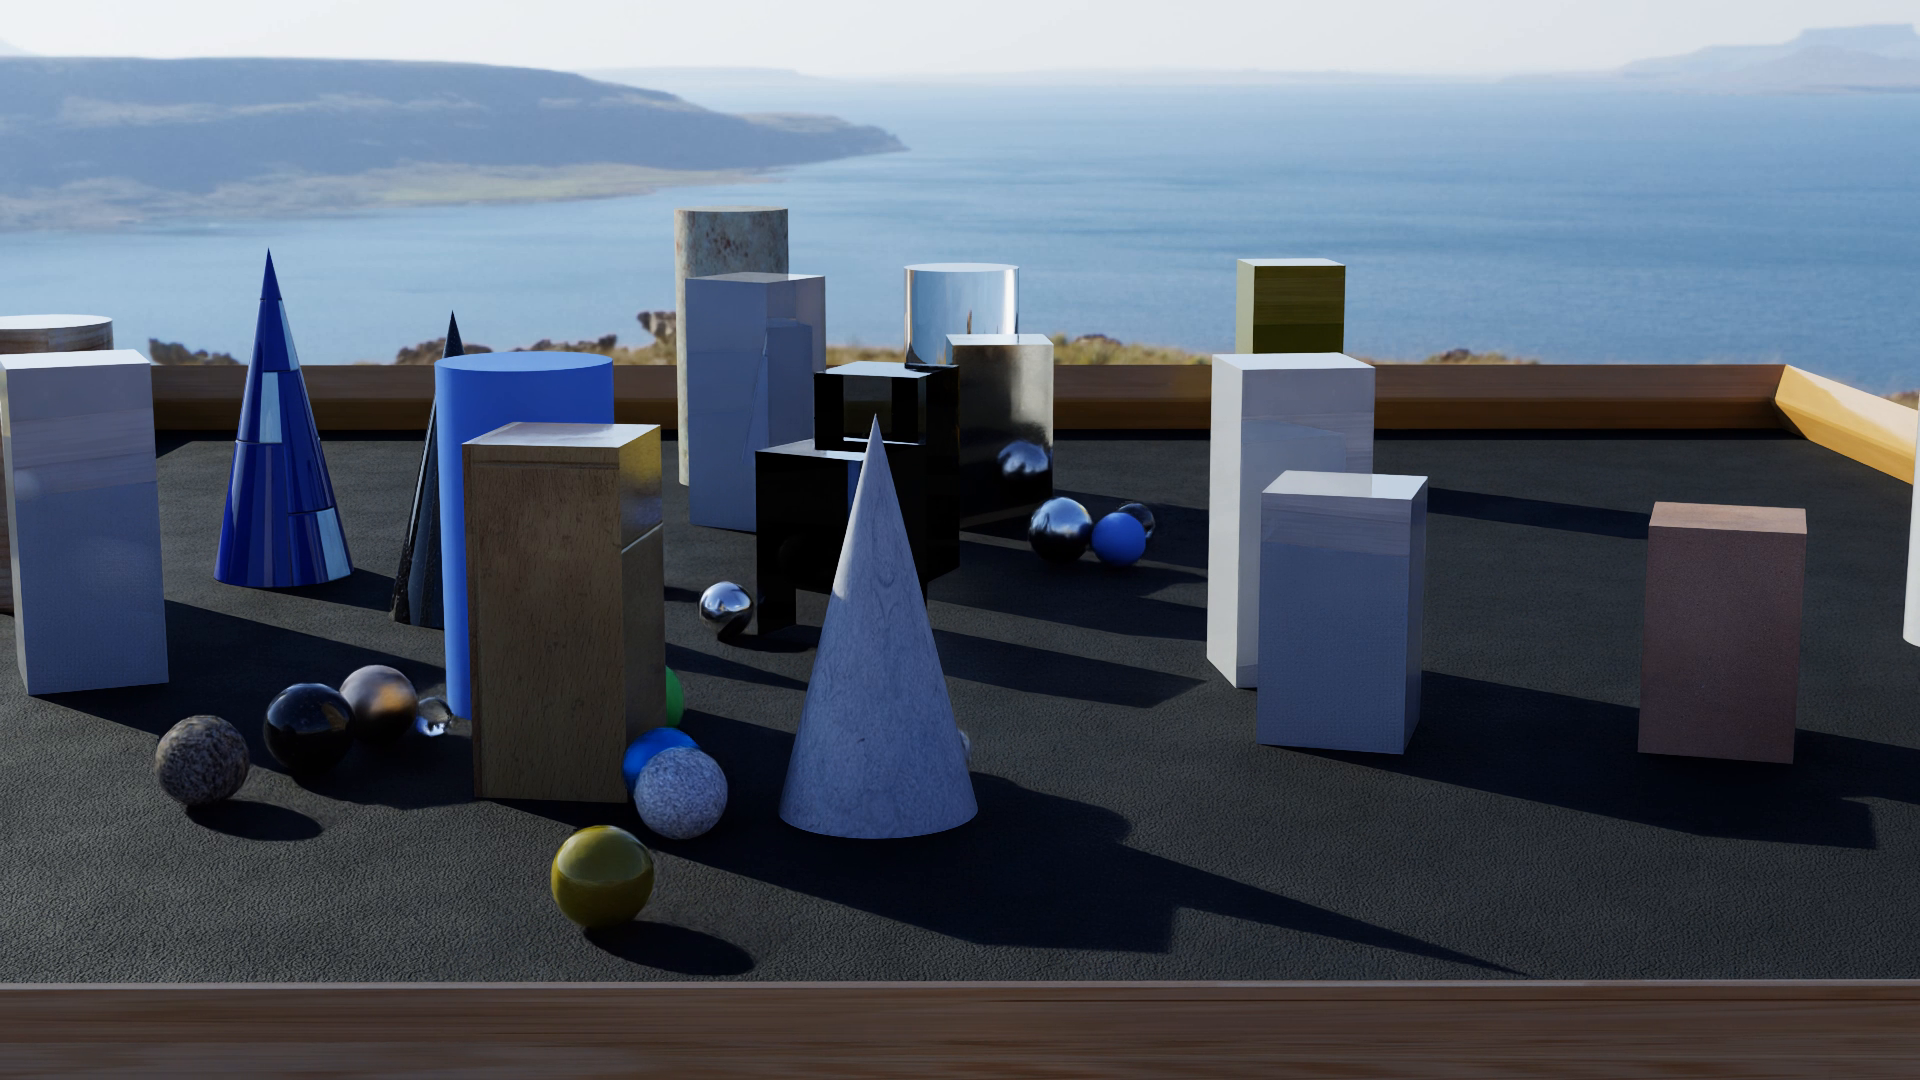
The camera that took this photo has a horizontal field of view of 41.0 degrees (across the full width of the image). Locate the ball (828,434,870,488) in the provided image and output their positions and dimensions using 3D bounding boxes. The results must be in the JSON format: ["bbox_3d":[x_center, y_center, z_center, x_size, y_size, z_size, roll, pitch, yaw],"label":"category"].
[{"bbox_3d":[-0.183,-0.138,4.474,0.095,0.095,0.095,0,10,0],"label":"ball"}]

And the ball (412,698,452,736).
[{"bbox_3d":[-0.580,0.194,2.819,0.043,0.043,0.043,0,10,0],"label":"ball"}]

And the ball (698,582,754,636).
[{"bbox_3d":[-0.302,0.089,3.310,0.071,0.071,0.071,0,10,0],"label":"ball"}]

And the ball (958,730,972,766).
[{"bbox_3d":[-0.011,0.219,2.671,0.048,0.048,0.048,0,10,0],"label":"ball"}]

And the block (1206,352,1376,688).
[{"bbox_3d":[0.396,-0.027,3.093,0.159,0.379,0.159,-1,11,-7],"label":"block"}]

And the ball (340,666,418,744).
[{"bbox_3d":[-0.633,0.179,2.786,0.086,0.086,0.086,0,10,0],"label":"ball"}]

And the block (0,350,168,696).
[{"bbox_3d":[-1.051,-0.026,3.073,0.159,0.384,0.159,-5,11,-23],"label":"block"}]

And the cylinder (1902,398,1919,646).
[{"bbox_3d":[1.312,-0.097,3.242,0.199,0.463,0.199,0,10,0],"label":"cylinder"}]

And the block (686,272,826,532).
[{"bbox_3d":[-0.325,-0.224,4.114,0.159,0.394,0.159,6,12,31],"label":"block"}]

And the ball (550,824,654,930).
[{"bbox_3d":[-0.305,0.288,2.191,0.089,0.089,0.089,0,10,0],"label":"ball"}]

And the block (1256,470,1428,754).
[{"bbox_3d":[0.421,0.076,2.819,0.159,0.277,0.159,3,11,16],"label":"block"}]

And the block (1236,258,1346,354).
[{"bbox_3d":[0.577,-0.295,4.516,0.159,0.388,0.159,-1,11,-5],"label":"block"}]

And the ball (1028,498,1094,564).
[{"bbox_3d":[0.150,-0.014,3.796,0.097,0.097,0.097,0,10,0],"label":"ball"}]

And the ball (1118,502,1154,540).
[{"bbox_3d":[0.268,-0.025,3.948,0.064,0.064,0.064,0,10,0],"label":"ball"}]

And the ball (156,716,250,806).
[{"bbox_3d":[-0.753,0.220,2.553,0.090,0.090,0.090,0,10,0],"label":"ball"}]

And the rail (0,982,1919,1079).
[{"bbox_3d":[0.010,0.352,1.726,3.369,0.129,0.045,0,10,0],"label":"rail"}]

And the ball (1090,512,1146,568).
[{"bbox_3d":[0.232,0.000,3.765,0.081,0.081,0.081,0,10,0],"label":"ball"}]

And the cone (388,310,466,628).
[{"bbox_3d":[-0.671,-0.104,3.426,0.199,0.409,0.199,0,10,0],"label":"cone"}]

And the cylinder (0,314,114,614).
[{"bbox_3d":[-1.254,-0.108,3.516,0.199,0.384,0.199,0,10,0],"label":"cylinder"}]

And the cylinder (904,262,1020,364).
[{"bbox_3d":[0.002,-0.280,4.445,0.199,0.384,0.199,0,10,0],"label":"cylinder"}]

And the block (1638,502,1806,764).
[{"bbox_3d":[0.827,0.097,2.785,0.159,0.247,0.159,3,11,17],"label":"block"}]

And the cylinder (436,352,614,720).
[{"bbox_3d":[-0.492,-0.007,2.932,0.199,0.397,0.199,0,10,0],"label":"cylinder"}]

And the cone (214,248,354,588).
[{"bbox_3d":[-0.981,-0.184,3.682,0.199,0.474,0.199,0,10,0],"label":"cone"}]

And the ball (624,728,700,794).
[{"bbox_3d":[-0.294,0.226,2.546,0.080,0.080,0.080,0,10,0],"label":"ball"}]

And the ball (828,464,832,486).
[{"bbox_3d":[-0.252,-0.113,4.423,0.064,0.064,0.064,0,10,0],"label":"ball"}]

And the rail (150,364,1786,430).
[{"bbox_3d":[-0.010,-0.286,5.171,3.369,0.129,0.045,0,10,0],"label":"rail"}]

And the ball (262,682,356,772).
[{"bbox_3d":[-0.678,0.195,2.673,0.094,0.094,0.094,0,10,0],"label":"ball"}]

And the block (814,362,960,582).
[{"bbox_3d":[-0.104,-0.099,3.704,0.159,0.297,0.159,4,11,21],"label":"block"}]

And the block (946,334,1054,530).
[{"bbox_3d":[0.062,-0.176,4.132,0.159,0.294,0.159,-1,11,-4],"label":"block"}]

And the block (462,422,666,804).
[{"bbox_3d":[-0.400,0.070,2.621,0.159,0.360,0.159,1,11,8],"label":"block"}]

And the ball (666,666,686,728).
[{"bbox_3d":[-0.347,0.175,2.770,0.099,0.099,0.099,0,10,0],"label":"ball"}]

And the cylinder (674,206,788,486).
[{"bbox_3d":[-0.399,-0.342,4.517,0.199,0.480,0.199,0,10,0],"label":"cylinder"}]

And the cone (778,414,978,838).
[{"bbox_3d":[-0.082,0.072,2.510,0.199,0.396,0.199,0,10,0],"label":"cone"}]

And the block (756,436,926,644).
[{"bbox_3d":[-0.152,0.001,3.320,0.159,0.242,0.159,6,12,30],"label":"block"}]

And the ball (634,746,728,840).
[{"bbox_3d":[-0.266,0.241,2.443,0.089,0.089,0.089,0,10,0],"label":"ball"}]

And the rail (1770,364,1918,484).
[{"bbox_3d":[1.661,0.031,3.458,0.045,0.129,3.551,0,10,0],"label":"rail"}]
